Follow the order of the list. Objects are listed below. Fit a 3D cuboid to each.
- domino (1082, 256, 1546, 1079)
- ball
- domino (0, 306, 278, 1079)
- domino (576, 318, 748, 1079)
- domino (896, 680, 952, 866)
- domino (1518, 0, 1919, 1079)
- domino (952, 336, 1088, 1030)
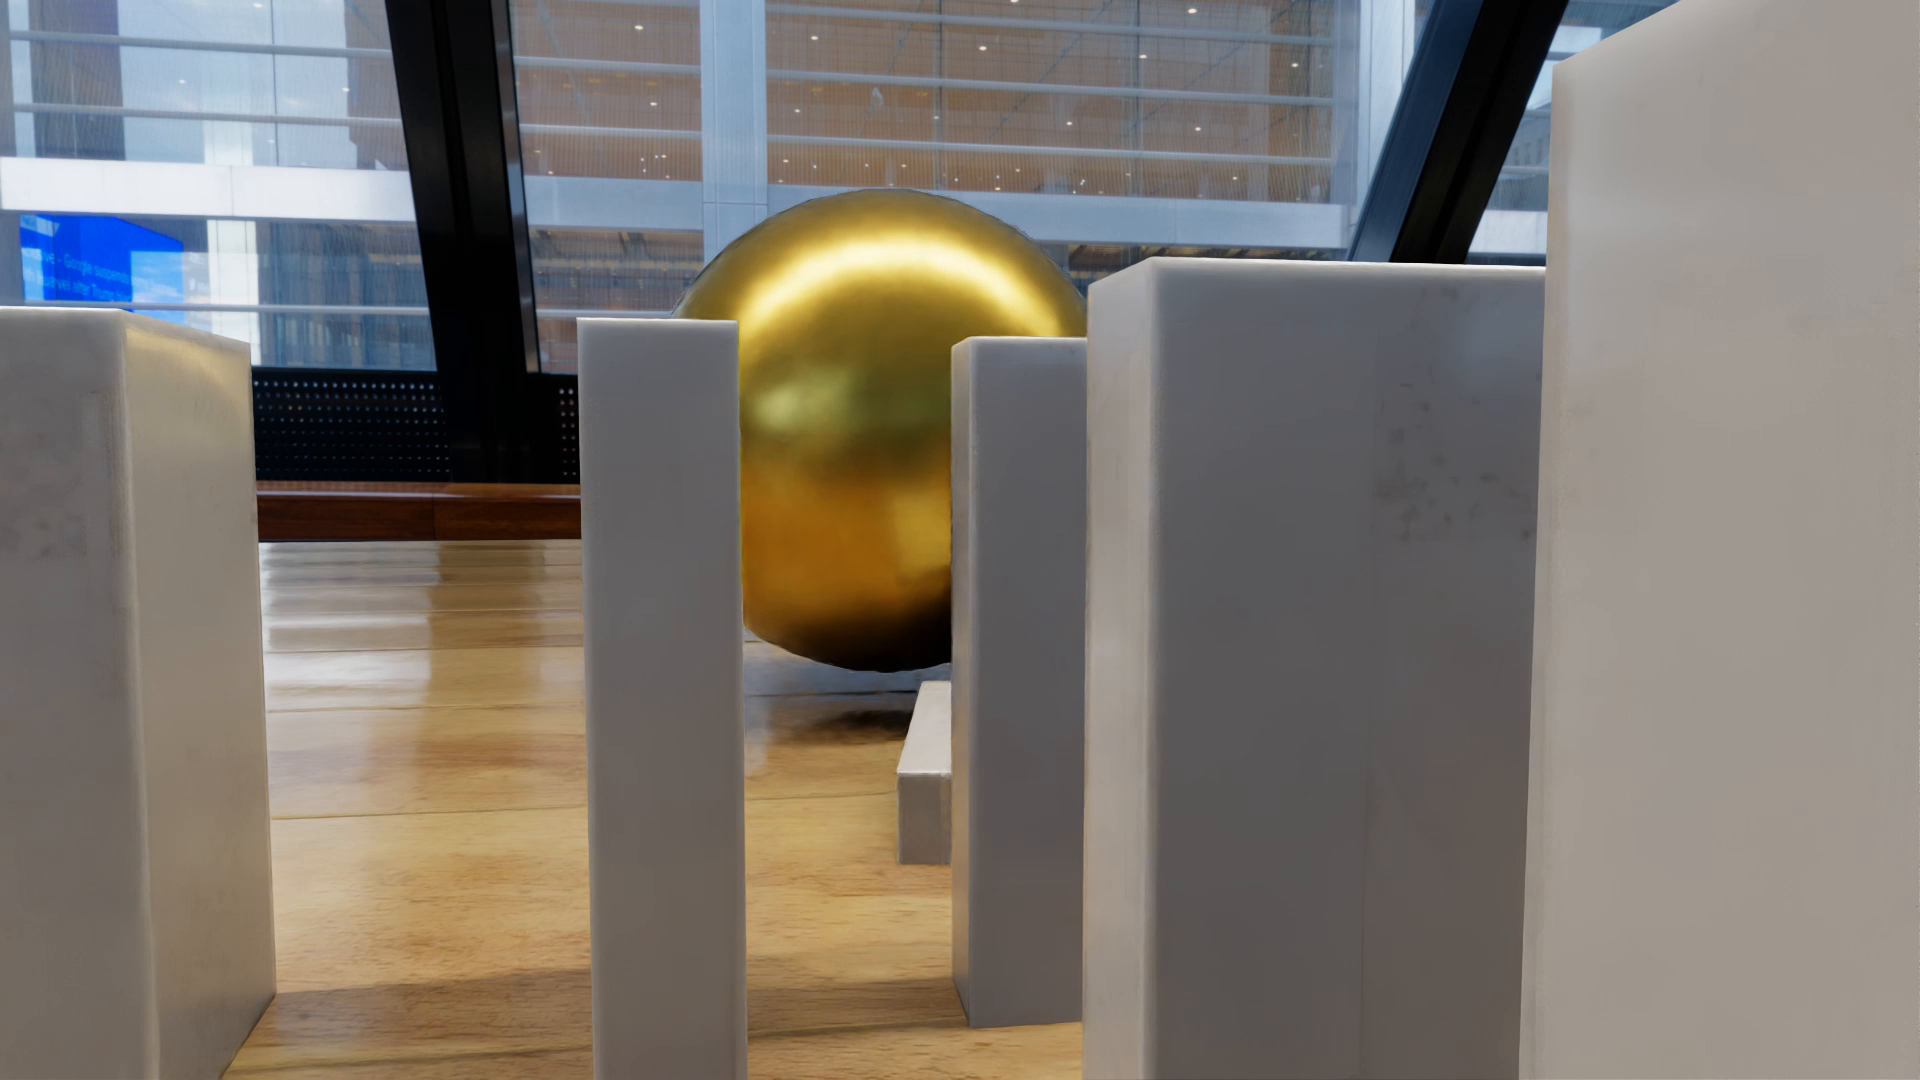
[{"bbox_3d":[0.019,0.013,0.060,0.025,0.050,0.010,-1,4,-10],"label":"domino"},{"bbox_3d":[-0.012,-0.018,0.216,0.080,0.080,0.080,0,4,0],"label":"ball"},{"bbox_3d":[-0.054,0.011,0.084,0.009,0.050,0.025,-1,4,-14],"label":"domino"},{"bbox_3d":[-0.020,0.011,0.091,0.009,0.050,0.025,-1,4,-11],"label":"domino"},{"bbox_3d":[0.007,0.026,0.154,0.025,0.010,0.050,0,4,1],"label":"domino"},{"bbox_3d":[0.025,0.016,0.024,0.025,0.050,0.010,-1,4,-7],"label":"domino"},{"bbox_3d":[0.012,0.010,0.098,0.025,0.050,0.010,-1,4,-9],"label":"domino"}]
